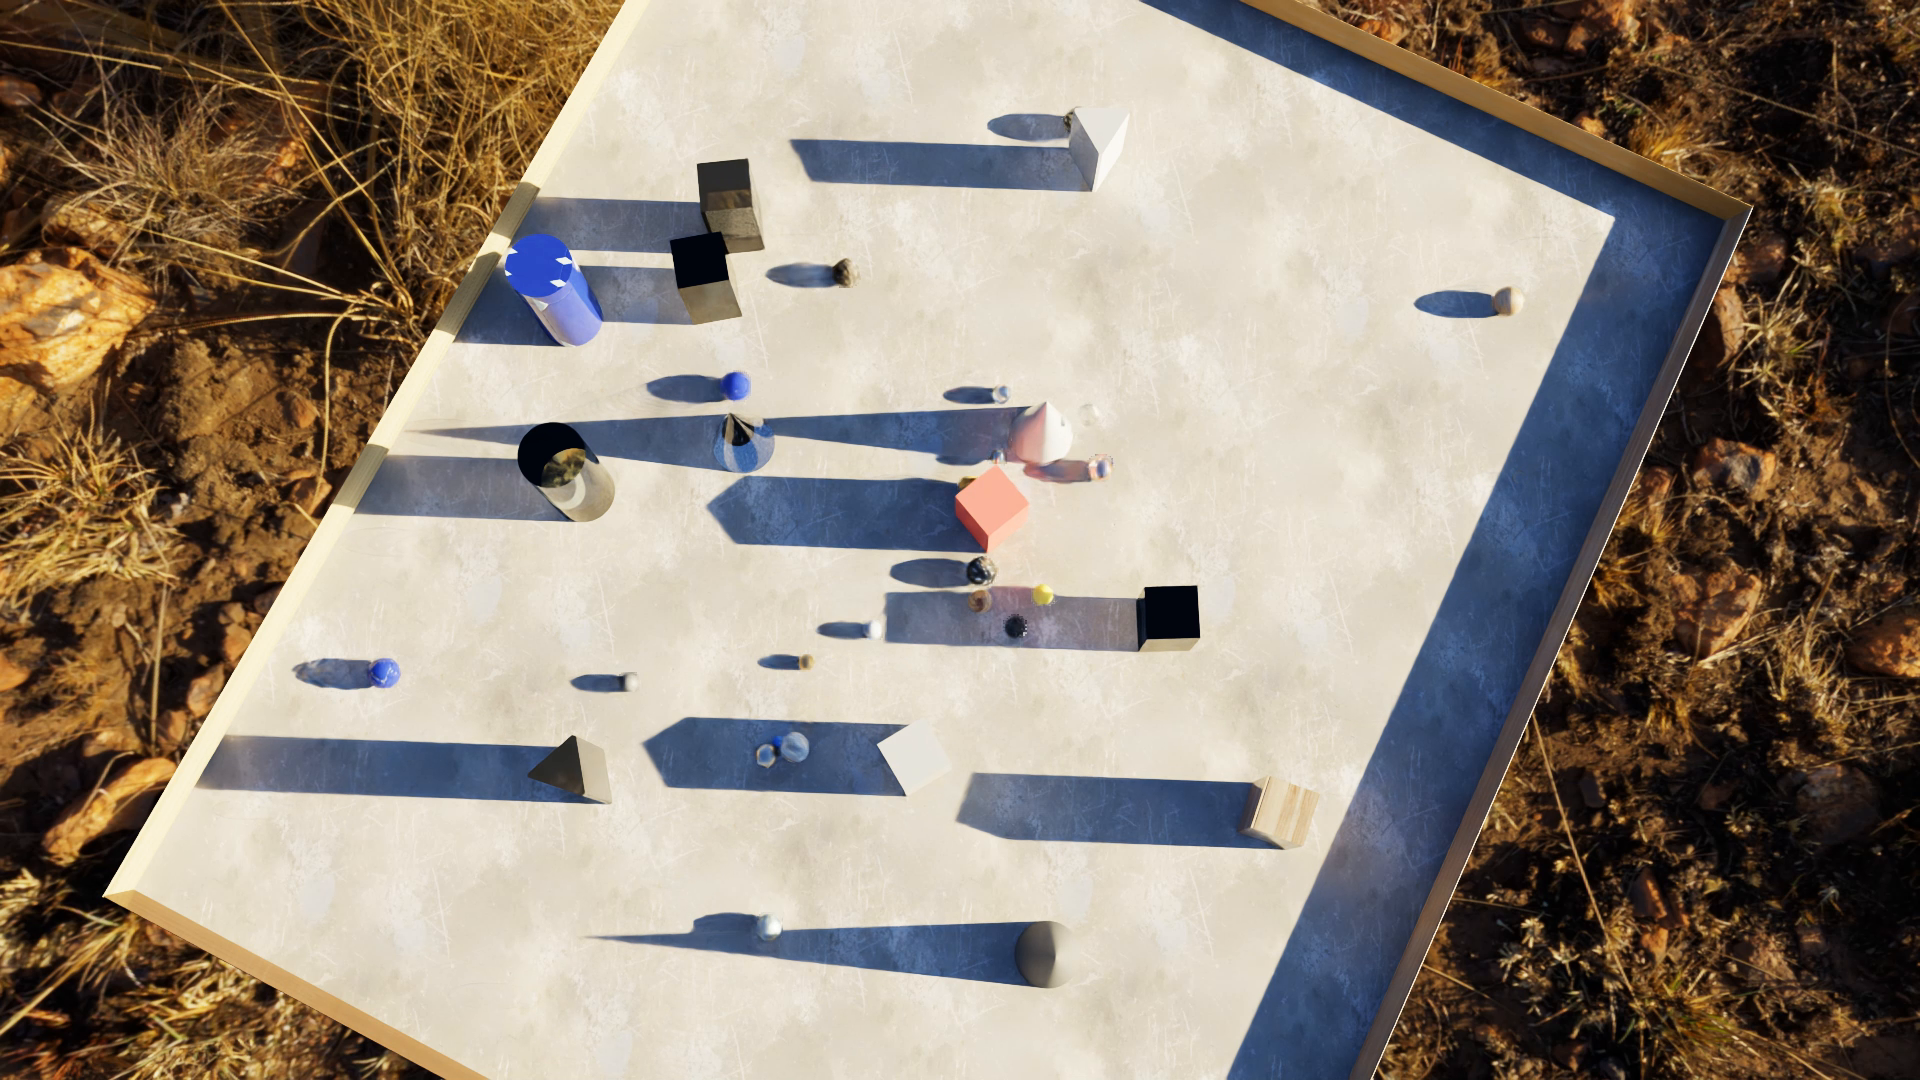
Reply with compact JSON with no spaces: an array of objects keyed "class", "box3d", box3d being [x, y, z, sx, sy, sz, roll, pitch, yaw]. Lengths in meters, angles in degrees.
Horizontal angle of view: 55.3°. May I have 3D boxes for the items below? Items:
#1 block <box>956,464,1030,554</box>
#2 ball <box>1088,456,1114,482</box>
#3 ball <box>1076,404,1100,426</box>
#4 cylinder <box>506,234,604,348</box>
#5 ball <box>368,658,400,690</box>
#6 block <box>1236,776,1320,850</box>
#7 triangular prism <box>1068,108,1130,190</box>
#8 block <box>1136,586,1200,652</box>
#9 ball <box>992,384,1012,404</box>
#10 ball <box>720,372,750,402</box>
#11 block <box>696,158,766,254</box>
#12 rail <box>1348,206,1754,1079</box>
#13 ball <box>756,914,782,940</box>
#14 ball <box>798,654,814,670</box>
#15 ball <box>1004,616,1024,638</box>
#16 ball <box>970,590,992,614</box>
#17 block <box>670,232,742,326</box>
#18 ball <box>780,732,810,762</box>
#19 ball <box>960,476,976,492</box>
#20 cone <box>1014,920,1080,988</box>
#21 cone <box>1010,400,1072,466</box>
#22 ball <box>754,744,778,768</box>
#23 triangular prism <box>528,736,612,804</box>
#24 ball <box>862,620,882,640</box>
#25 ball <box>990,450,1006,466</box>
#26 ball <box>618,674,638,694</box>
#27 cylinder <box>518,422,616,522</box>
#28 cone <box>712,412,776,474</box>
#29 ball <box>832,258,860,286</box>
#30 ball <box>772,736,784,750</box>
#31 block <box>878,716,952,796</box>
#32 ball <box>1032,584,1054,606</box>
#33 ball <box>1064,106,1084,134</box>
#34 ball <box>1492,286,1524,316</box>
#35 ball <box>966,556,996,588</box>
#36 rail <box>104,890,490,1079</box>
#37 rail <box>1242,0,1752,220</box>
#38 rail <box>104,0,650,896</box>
[{"class":"block","box3d":[0.095,-0.092,5.503,0.156,0.259,0.156,-38,81,-7]},{"class":"ball","box3d":[0.431,-0.217,5.621,0.078,0.078,0.078,0,78,0]},{"class":"ball","box3d":[0.385,-0.377,5.512,0.067,0.067,0.067,0,78,0]},{"class":"cylinder","box3d":[-1.219,-0.747,5.532,0.194,0.468,0.194,0,78,0]},{"class":"ball","box3d":[-1.724,0.399,5.485,0.097,0.097,0.097,0,78,0]},{"class":"block","box3d":[0.919,0.792,5.310,0.156,0.279,0.156,19,79,4]},{"class":"triangular prism","box3d":[0.410,-1.246,5.722,0.146,0.299,0.168,31,80,6]},{"class":"block","box3d":[0.615,0.236,5.437,0.156,0.257,0.156,-2,78,0]},{"class":"ball","box3d":[0.129,-0.452,5.679,0.061,0.061,0.061,0,78,0]},{"class":"ball","box3d":[-0.696,-0.475,5.667,0.093,0.093,0.093,0,78,0]},{"class":"block","box3d":[-0.703,-1.022,5.644,0.156,0.360,0.156,-6,78,-1]},{"class":"rail","box3d":[1.533,0.757,5.394,0.045,0.126,4.093,26,80,5]},{"class":"ball","box3d":[-0.558,1.129,5.345,0.075,0.075,0.075,0,78,0]},{"class":"ball","box3d":[-0.463,0.368,5.515,0.049,0.049,0.049,0,78,0]},{"class":"ball","box3d":[0.165,0.263,5.531,0.062,0.062,0.062,0,78,0]},{"class":"ball","box3d":[0.063,0.187,5.541,0.072,0.072,0.072,0,78,0]},{"class":"block","box3d":[-0.774,-0.798,5.609,0.156,0.338,0.156,-11,79,-2]},{"class":"ball","box3d":[-0.487,0.612,5.406,0.089,0.089,0.089,0,78,0]},{"class":"ball","box3d":[0.031,-0.165,5.600,0.067,0.067,0.067,0,78,0]},{"class":"cone","box3d":[0.257,1.167,5.137,0.194,0.466,0.194,0,78,0]},{"class":"cone","box3d":[0.252,-0.363,5.491,0.194,0.393,0.194,0,78,0]},{"class":"ball","box3d":[-0.575,0.641,5.445,0.070,0.070,0.070,0,78,0]},{"class":"triangular prism","box3d":[-1.094,0.650,5.274,0.168,0.408,0.146,18,79,4]},{"class":"ball","box3d":[-0.264,0.272,5.531,0.058,0.058,0.058,0,78,0]},{"class":"ball","box3d":[0.116,-0.254,5.627,0.049,0.049,0.049,0,78,0]},{"class":"ball","box3d":[-0.994,0.430,5.497,0.060,0.060,0.060,0,78,0]},{"class":"cylinder","box3d":[-1.160,-0.195,5.424,0.194,0.456,0.194,0,78,0]},{"class":"cone","box3d":[-0.670,-0.336,5.503,0.194,0.359,0.194,0,78,0]},{"class":"ball","box3d":[-0.357,-0.839,5.747,0.085,0.085,0.085,0,78,0]},{"class":"ball","box3d":[-0.541,0.605,5.471,0.041,0.041,0.041,0,78,0]},{"class":"block","box3d":[-0.131,0.636,5.362,0.156,0.240,0.156,-31,80,-6]},{"class":"ball","box3d":[0.251,0.166,5.550,0.063,0.063,0.063,0,78,0]},{"class":"ball","box3d":[0.380,-1.333,5.843,0.097,0.097,0.097,0,78,0]},{"class":"ball","box3d":[1.713,-0.745,5.723,0.094,0.094,0.094,0,78,0]},{"class":"ball","box3d":[0.065,0.097,5.549,0.092,0.092,0.092,0,78,0]},{"class":"rail","box3d":[-0.905,1.779,5.183,3.476,0.126,0.045,26,80,5]},{"class":"rail","box3d":[0.905,-1.765,5.916,3.476,0.126,0.045,26,80,5]},{"class":"rail","box3d":[-1.533,-0.744,5.705,0.045,0.126,4.093,26,80,5]}]
